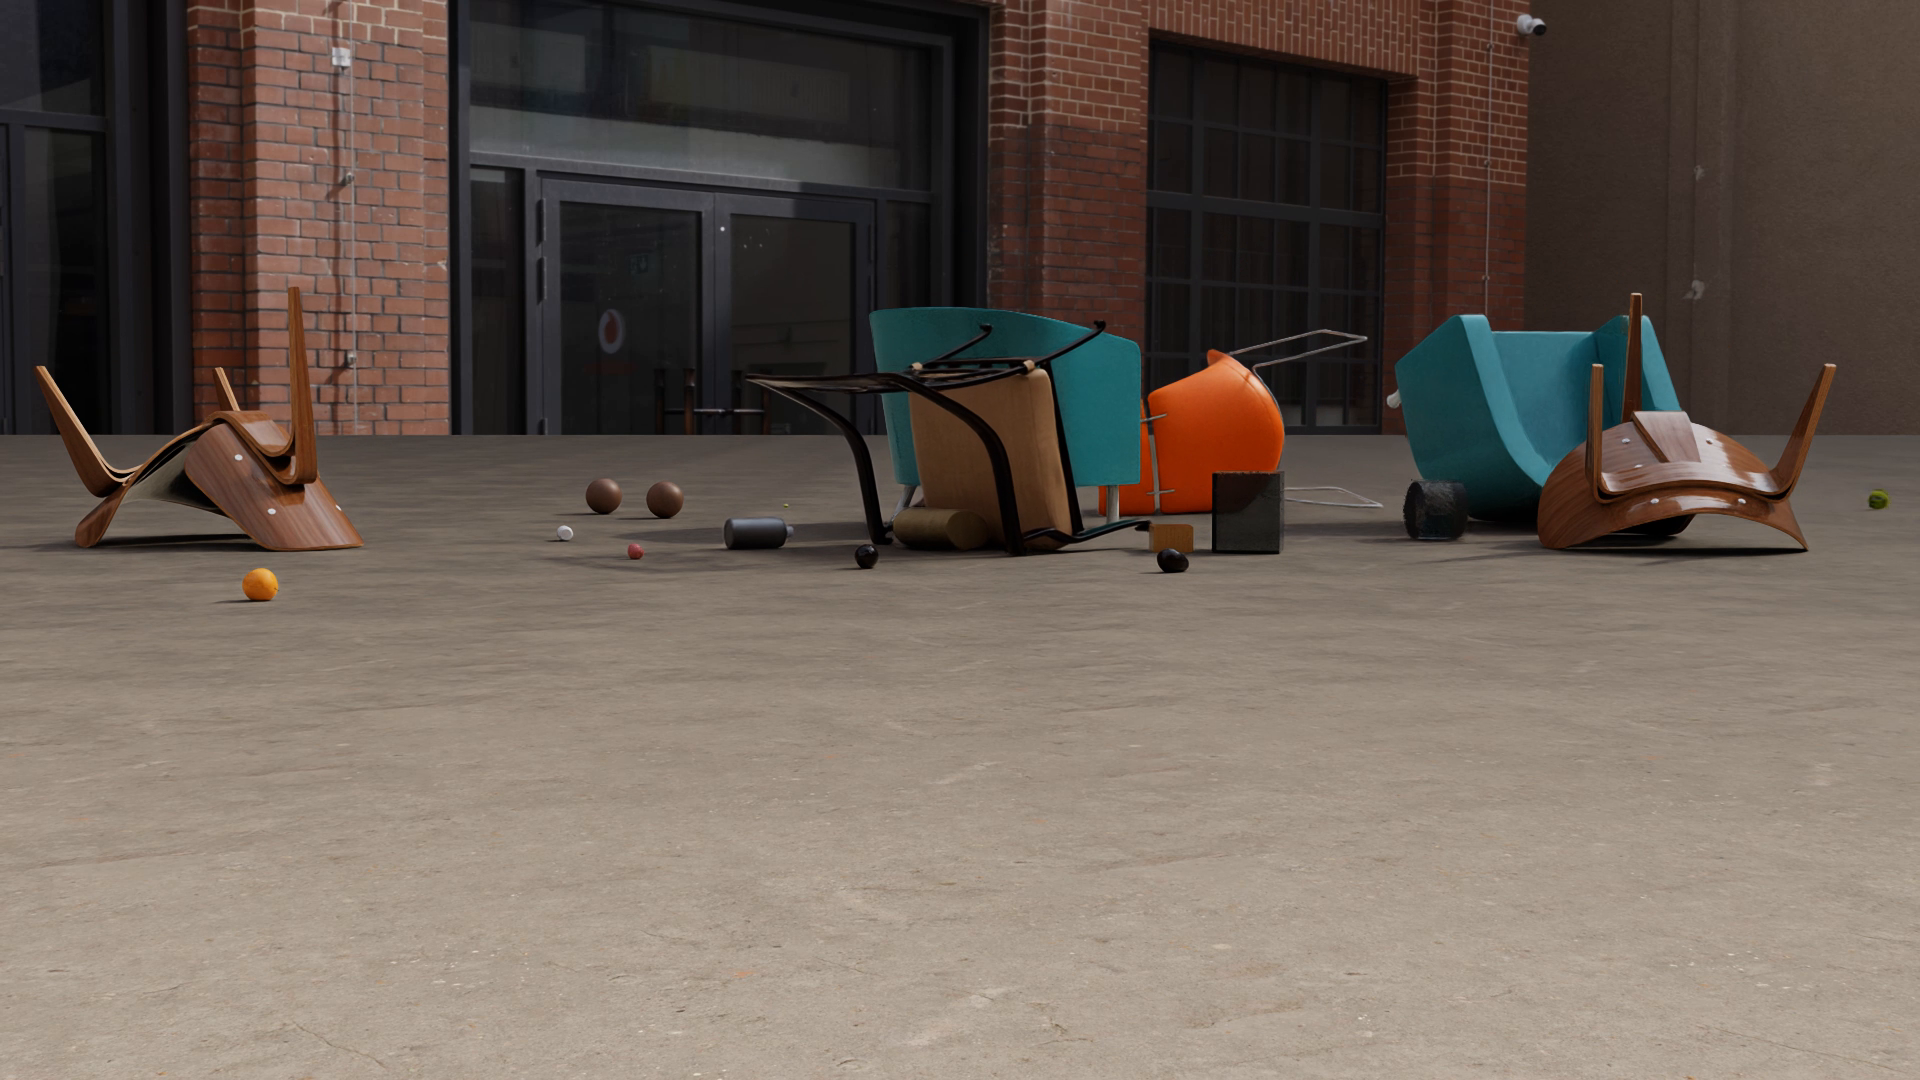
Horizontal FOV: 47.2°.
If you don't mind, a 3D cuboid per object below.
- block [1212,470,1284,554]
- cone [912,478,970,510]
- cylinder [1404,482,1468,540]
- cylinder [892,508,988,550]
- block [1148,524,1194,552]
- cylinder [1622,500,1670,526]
[{"bbox_3d":[0.798,-0.078,6.082,0.183,0.219,0.197,1,4,12],"label":"block"},{"bbox_3d":[-0.103,-0.149,8.287,0.224,0.119,0.176,-16,-9,39],"label":"cone"},{"bbox_3d":[1.423,-0.089,6.578,0.131,0.170,0.194,-1,-21,-7],"label":"cylinder"},{"bbox_3d":[-0.054,-0.030,6.177,0.193,0.107,0.194,3,-4,38],"label":"cylinder"},{"bbox_3d":[0.585,-0.005,6.102,0.109,0.071,0.129,0,4,-1],"label":"block"},{"bbox_3d":[2.247,-0.088,7.203,0.149,0.075,0.126,-5,6,-13],"label":"cylinder"}]
